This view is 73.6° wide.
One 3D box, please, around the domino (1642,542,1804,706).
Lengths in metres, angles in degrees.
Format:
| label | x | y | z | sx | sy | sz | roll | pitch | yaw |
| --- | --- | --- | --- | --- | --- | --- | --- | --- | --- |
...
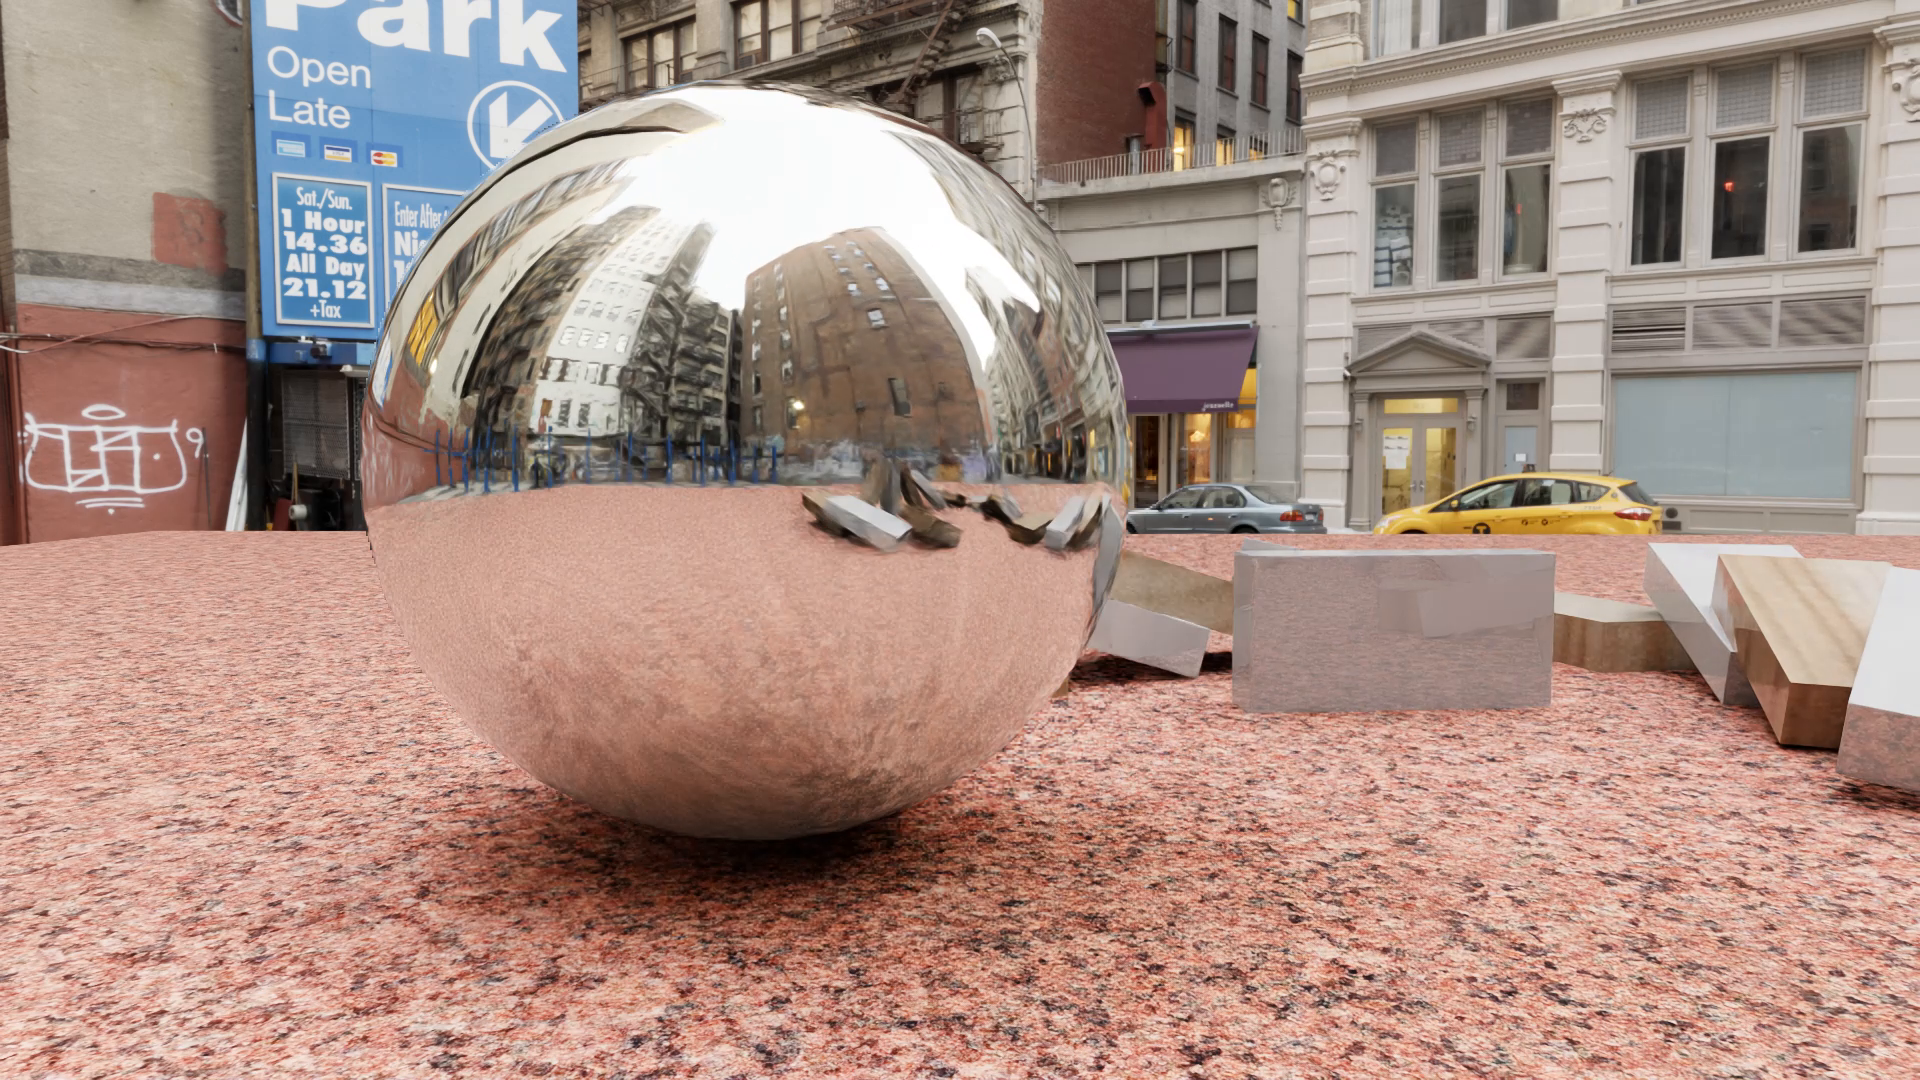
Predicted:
| label | x | y | z | sx | sy | sz | roll | pitch | yaw |
| --- | --- | --- | --- | --- | --- | --- | --- | --- | --- |
| domino | 0.142 | 0.014 | 0.228 | 0.025 | 0.010 | 0.050 | 1 | 21 | 13 |

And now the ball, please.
| label | x | y | z | sx | sy | sz | roll | pitch | yaw |
| --- | --- | --- | --- | --- | --- | --- | --- | --- | --- |
| ball | -0.021 | -0.008 | 0.140 | 0.080 | 0.080 | 0.080 | 0 | 4 | 0 |

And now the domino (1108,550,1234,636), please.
| label | x | y | z | sx | sy | sz | roll | pitch | yaw |
| --- | --- | --- | --- | --- | --- | --- | --- | --- | --- |
| domino | 0.049 | 0.012 | 0.250 | 0.050 | 0.009 | 0.025 | 17 | 2 | -9 |

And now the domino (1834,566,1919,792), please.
| label | x | y | z | sx | sy | sz | roll | pitch | yaw |
| --- | --- | --- | --- | --- | --- | --- | --- | --- | --- |
| domino | 0.130 | 0.018 | 0.163 | 0.025 | 0.009 | 0.050 | 12 | 25 | 37 |

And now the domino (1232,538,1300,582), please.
| label | x | y | z | sx | sy | sz | roll | pitch | yaw |
| --- | --- | --- | --- | --- | --- | --- | --- | --- | --- |
| domino | 0.082 | 0.012 | 0.252 | 0.050 | 0.009 | 0.025 | 16 | 2 | -9 |

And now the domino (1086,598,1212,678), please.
| label | x | y | z | sx | sy | sz | roll | pitch | yaw |
| --- | --- | --- | --- | --- | --- | --- | --- | --- | --- |
| domino | 0.018 | 0.013 | 0.235 | 0.050 | 0.010 | 0.025 | 17 | -2 | -23 |

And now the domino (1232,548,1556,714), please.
| label | x | y | z | sx | sy | sz | roll | pitch | yaw |
| --- | --- | --- | --- | --- | --- | --- | --- | --- | --- |
| domino | 0.070 | 0.014 | 0.209 | 0.050 | 0.025 | 0.010 | 0 | 4 | -6 |

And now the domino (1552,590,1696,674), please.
| label | x | y | z | sx | sy | sz | roll | pitch | yaw |
| --- | --- | --- | --- | --- | --- | --- | --- | --- | --- |
| domino | 0.126 | 0.018 | 0.265 | 0.025 | 0.010 | 0.050 | -1 | 4 | -12 |

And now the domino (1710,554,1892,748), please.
| label | x | y | z | sx | sy | sz | roll | pitch | yaw |
| --- | --- | --- | --- | --- | --- | --- | --- | --- | --- |
| domino | 0.134 | 0.016 | 0.196 | 0.025 | 0.009 | 0.050 | 3 | 21 | 19 |

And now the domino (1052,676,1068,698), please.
| label | x | y | z | sx | sy | sz | roll | pitch | yaw |
| --- | --- | --- | --- | --- | --- | --- | --- | --- | --- |
| domino | -0.009 | 0.022 | 0.212 | 0.050 | 0.009 | 0.025 | -3 | 5 | -37 |
